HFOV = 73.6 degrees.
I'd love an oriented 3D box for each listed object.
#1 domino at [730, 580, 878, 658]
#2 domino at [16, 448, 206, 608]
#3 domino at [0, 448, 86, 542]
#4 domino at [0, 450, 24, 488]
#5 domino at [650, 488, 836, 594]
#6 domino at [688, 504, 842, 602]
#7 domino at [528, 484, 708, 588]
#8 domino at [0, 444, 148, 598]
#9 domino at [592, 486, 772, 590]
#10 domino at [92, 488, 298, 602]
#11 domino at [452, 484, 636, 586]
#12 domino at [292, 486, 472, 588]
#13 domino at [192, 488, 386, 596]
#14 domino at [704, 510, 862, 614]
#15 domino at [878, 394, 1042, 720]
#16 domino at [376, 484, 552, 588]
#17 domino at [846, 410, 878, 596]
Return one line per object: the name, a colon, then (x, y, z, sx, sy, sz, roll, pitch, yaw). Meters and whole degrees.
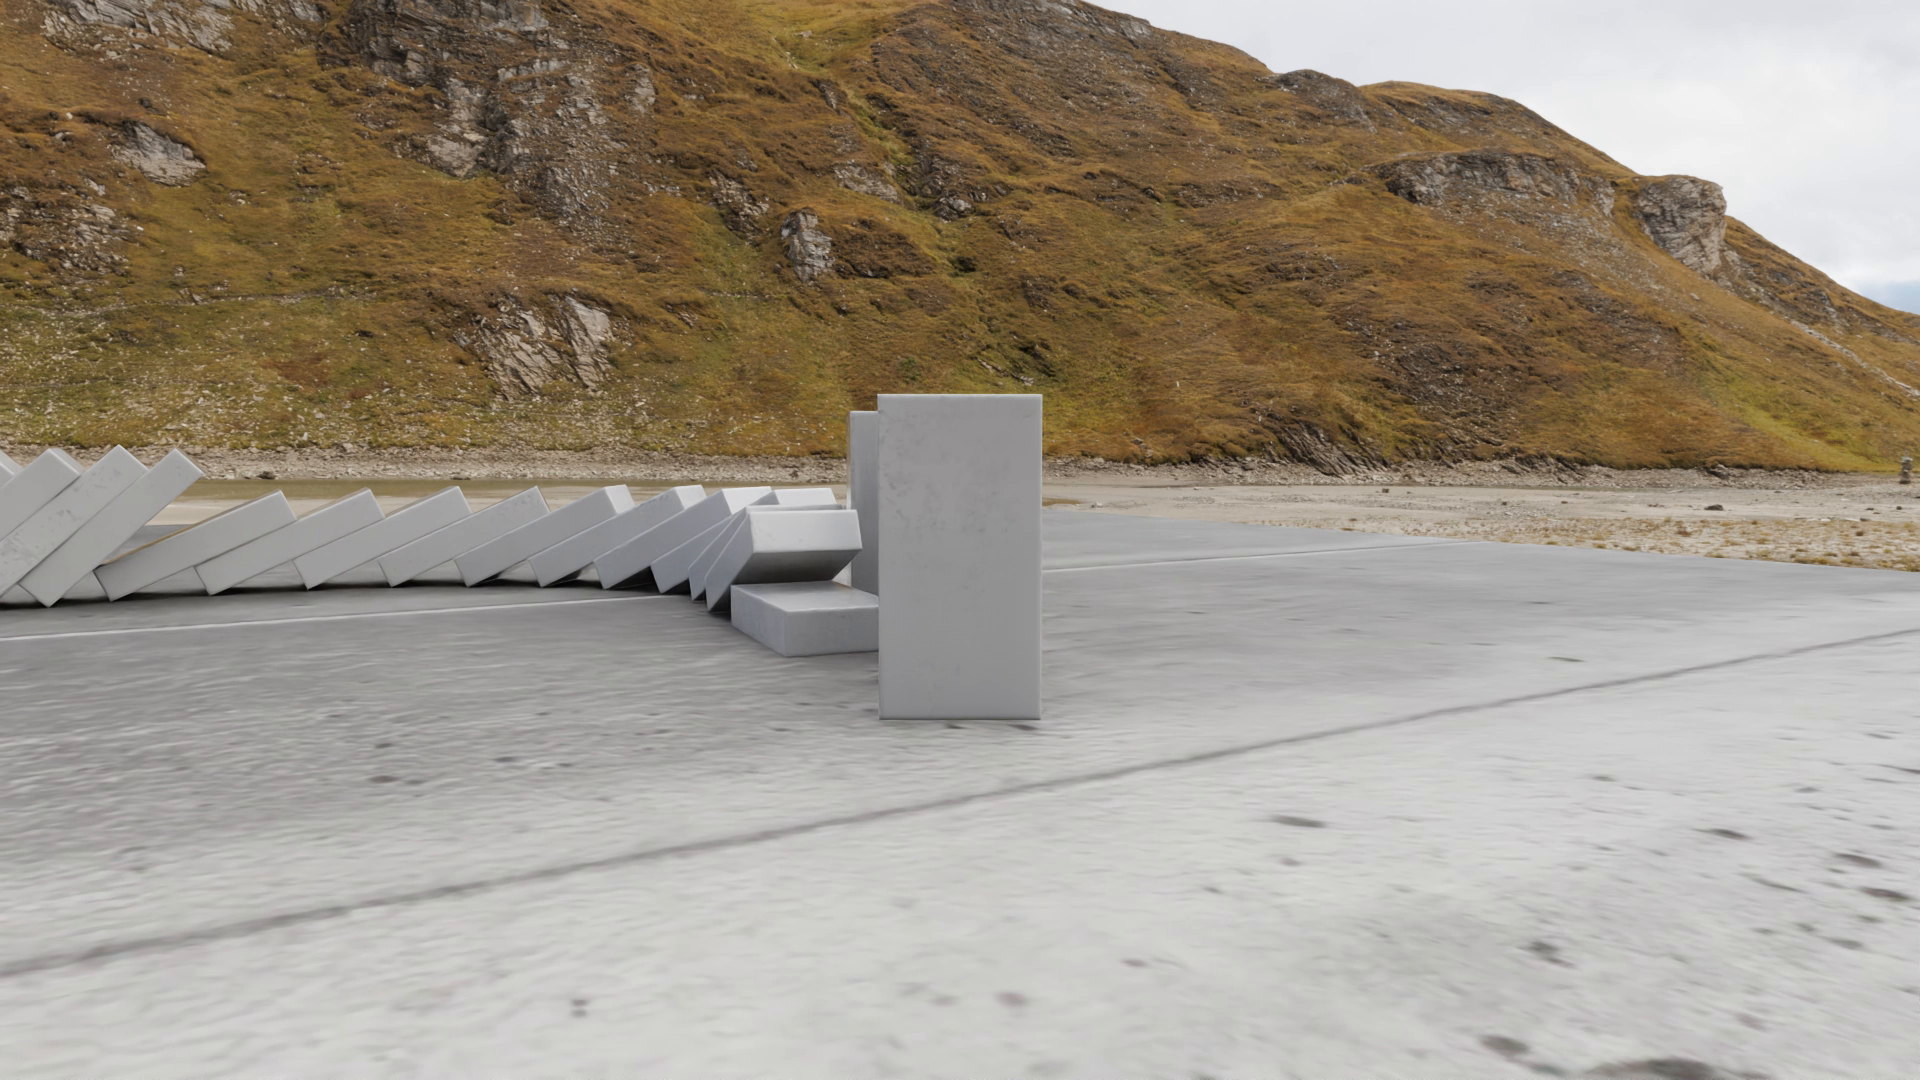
domino: (-0.033, 0.017, 0.283, 0.025, 0.010, 0.050, -2, 5, -22)
domino: (-0.230, -0.004, 0.349, 0.050, 0.010, 0.025, -48, 24, -18)
domino: (-0.252, -0.003, 0.334, 0.050, 0.010, 0.025, -48, 24, -17)
domino: (-0.265, -0.003, 0.328, 0.050, 0.010, 0.025, -48, 24, -18)
domino: (-0.060, 0.000, 0.361, 0.050, 0.009, 0.025, -27, -10, 29)
domino: (-0.051, 0.004, 0.333, 0.025, 0.010, 0.050, -2, -17, -29)
domino: (-0.102, -0.002, 0.388, 0.050, 0.010, 0.025, -25, 1, 7)
domino: (-0.240, -0.004, 0.341, 0.050, 0.010, 0.025, -50, 25, -21)
domino: (-0.080, -0.001, 0.375, 0.050, 0.010, 0.025, -26, -6, 23)
domino: (-0.217, 0.001, 0.366, 0.050, 0.010, 0.025, -29, 17, -24)
domino: (-0.126, -0.002, 0.392, 0.050, 0.009, 0.025, -25, 4, 1)
domino: (-0.176, -0.002, 0.390, 0.050, 0.010, 0.025, -29, 15, -23)
domino: (-0.197, 0.000, 0.378, 0.050, 0.010, 0.025, -29, 16, -23)
domino: (-0.043, 0.006, 0.307, 0.025, 0.009, 0.050, -2, -17, -24)
domino: (0.000, 0.002, 0.201, 0.025, 0.050, 0.010, 0, 4, 0)
domino: (-0.152, -0.002, 0.396, 0.050, 0.010, 0.025, -27, 11, -14)
domino: (-0.022, -0.006, 0.309, 0.010, 0.050, 0.025, -1, 4, -7)
